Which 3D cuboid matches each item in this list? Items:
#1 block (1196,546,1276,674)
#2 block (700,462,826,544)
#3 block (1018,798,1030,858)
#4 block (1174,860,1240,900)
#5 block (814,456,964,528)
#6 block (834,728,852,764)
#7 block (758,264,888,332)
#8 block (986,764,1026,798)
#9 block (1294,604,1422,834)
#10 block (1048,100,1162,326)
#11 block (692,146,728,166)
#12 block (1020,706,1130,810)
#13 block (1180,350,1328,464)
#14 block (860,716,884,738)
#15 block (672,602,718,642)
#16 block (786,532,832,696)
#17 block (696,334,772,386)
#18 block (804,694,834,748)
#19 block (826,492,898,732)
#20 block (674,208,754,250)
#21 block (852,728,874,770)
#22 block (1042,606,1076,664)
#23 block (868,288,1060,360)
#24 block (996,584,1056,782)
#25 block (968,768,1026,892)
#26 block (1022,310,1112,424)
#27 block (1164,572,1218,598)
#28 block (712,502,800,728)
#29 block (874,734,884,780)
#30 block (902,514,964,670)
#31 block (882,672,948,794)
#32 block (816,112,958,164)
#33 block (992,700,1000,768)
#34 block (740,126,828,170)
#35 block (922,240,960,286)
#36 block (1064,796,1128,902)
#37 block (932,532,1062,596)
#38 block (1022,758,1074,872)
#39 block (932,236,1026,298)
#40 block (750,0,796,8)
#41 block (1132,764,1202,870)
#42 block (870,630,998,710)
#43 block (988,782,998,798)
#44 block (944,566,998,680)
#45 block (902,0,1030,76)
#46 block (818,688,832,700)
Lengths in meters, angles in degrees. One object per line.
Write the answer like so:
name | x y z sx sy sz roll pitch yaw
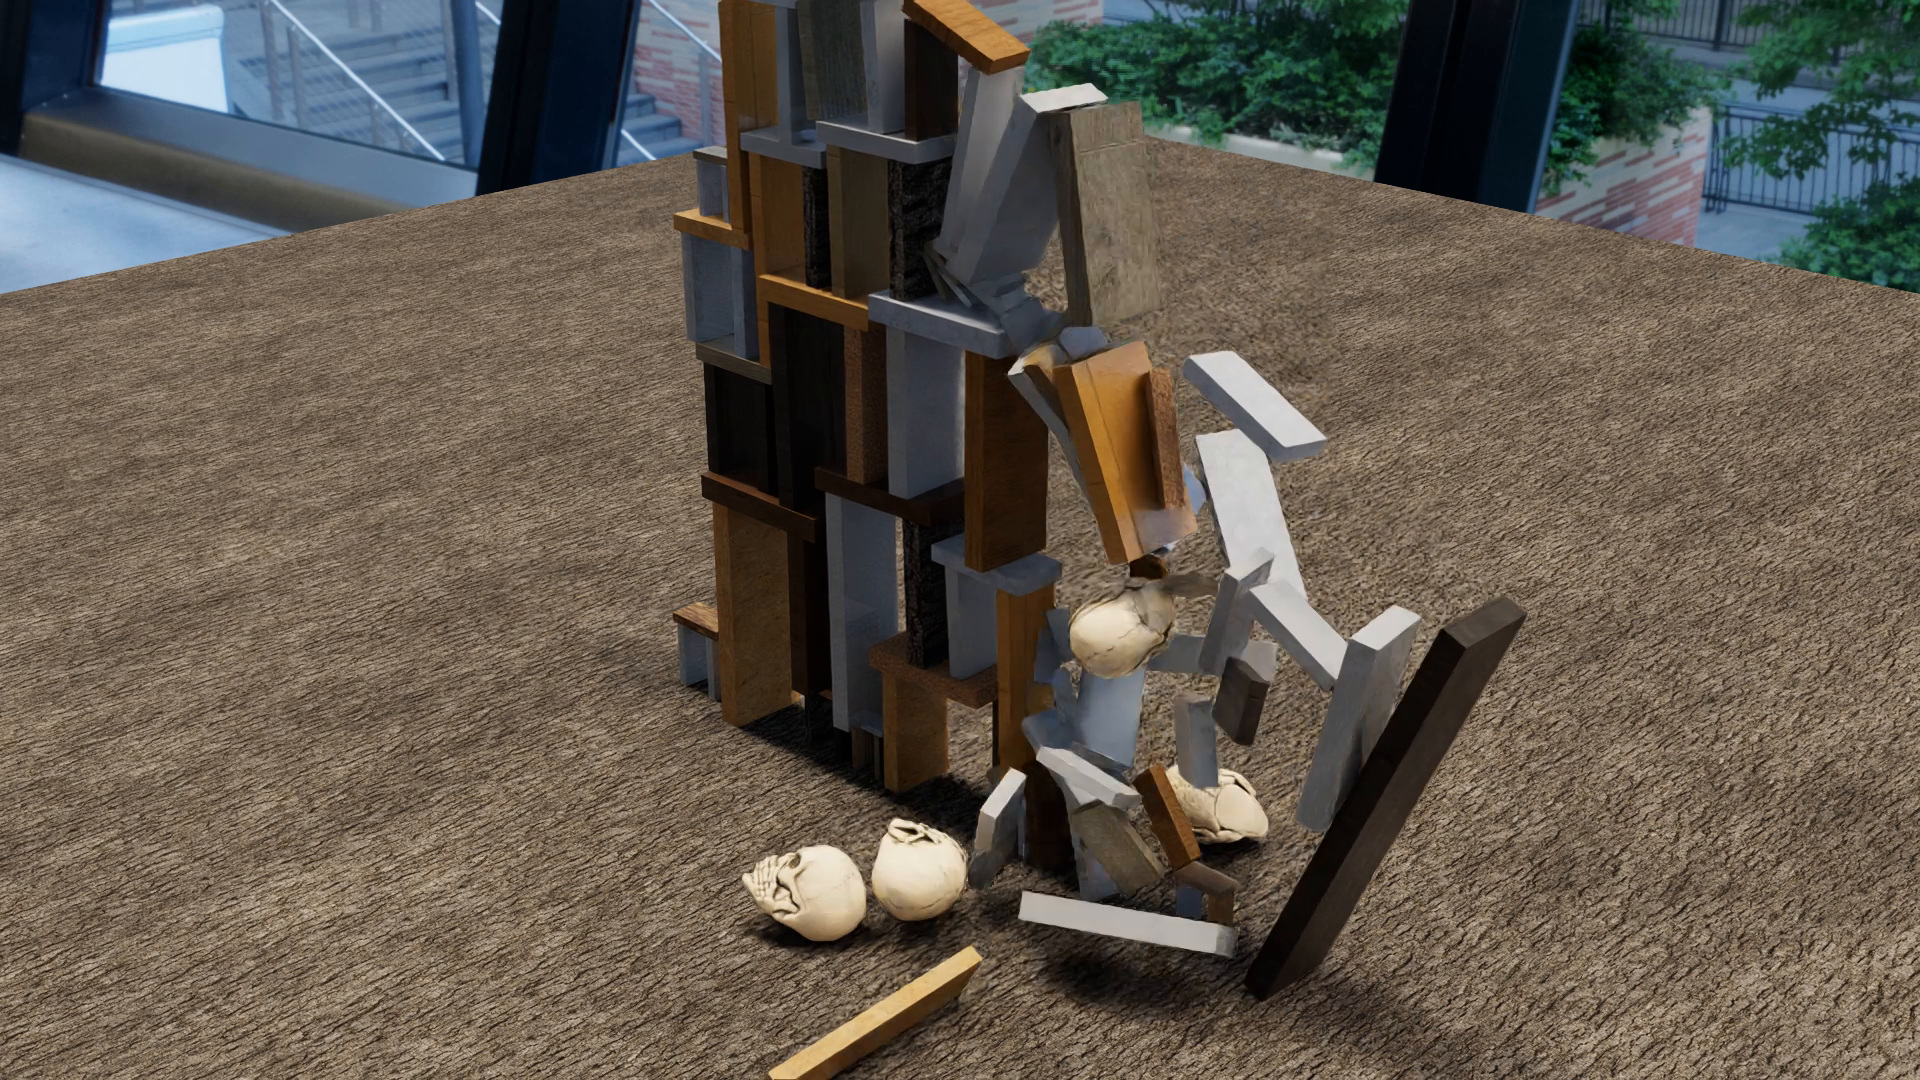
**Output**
block | 0.467 0.120 3.721 0.030 0.211 0.106 35 44 27
block | -0.355 -0.090 4.580 0.358 0.051 0.179 21 31 41
block | 0.143 0.550 4.300 0.064 0.128 0.018 -21 31 -40
block | 0.448 0.618 4.003 0.110 0.016 0.055 21 31 41
block | -0.122 -0.106 4.320 0.310 0.044 0.155 19 29 38
block | -0.233 0.396 4.649 0.020 0.140 0.070 21 31 41
block | -0.230 -0.476 4.271 0.315 0.045 0.157 21 31 40
block | 0.118 0.470 4.300 0.064 0.018 0.128 -19 29 -37
block | 0.648 0.292 3.585 0.049 0.349 0.175 26 30 26
block | 0.249 -0.558 3.755 0.179 0.358 0.051 -20 18 -41
block | -0.477 -0.771 4.417 0.116 0.016 0.058 21 31 40
block | 0.215 0.406 4.119 0.109 0.031 0.219 -17 52 -24
block | 0.488 -0.224 3.656 0.120 0.034 0.239 -12 50 -45
block | -0.181 0.380 4.581 0.103 0.015 0.051 20 30 41
block | -0.564 0.182 4.914 0.152 0.022 0.076 21 31 41
block | -0.271 0.131 4.583 0.179 0.358 0.051 -21 31 -41
block | -0.420 -0.375 4.524 0.242 0.034 0.121 21 31 41
block | -0.299 0.370 4.710 0.070 0.140 0.020 -21 31 -41
block | -0.197 0.128 4.491 0.044 0.520 0.155 18 29 38
block | -0.462 -0.635 4.459 0.231 0.033 0.116 21 31 40
block | -0.204 0.426 4.625 0.015 0.103 0.051 20 30 41
block | 0.196 0.178 4.128 0.050 0.101 0.014 -15 -12 -28
block | 0.008 -0.412 4.052 0.170 0.048 0.339 -21 31 -40
block | 0.127 0.273 4.206 0.118 0.418 0.033 -19 28 -38
block | 0.069 0.537 4.066 0.033 0.234 0.117 26 49 17
block | 0.249 -0.249 3.899 0.043 0.302 0.151 -5 41 53
block | 0.418 0.082 3.971 0.071 0.020 0.141 -7 -11 17
block | -0.440 0.139 4.769 0.051 0.518 0.179 21 31 41
block | -0.154 0.445 4.580 0.015 0.103 0.051 21 31 40
block | -0.040 0.084 4.326 0.044 0.310 0.155 17 28 39
block | -0.091 0.366 4.530 0.144 0.287 0.041 -21 30 -40
block | -0.128 -0.742 4.046 0.264 0.037 0.132 21 31 40
block | 0.131 0.415 4.415 0.144 0.287 0.041 -20 30 -39
block | -0.302 -0.759 4.233 0.118 0.034 0.237 -21 31 -40
block | -0.018 -0.512 4.038 0.051 0.014 0.102 -23 67 -44
block | 0.267 0.562 4.147 0.109 0.219 0.031 -15 13 -25
block | 0.069 0.041 4.174 0.118 0.033 0.236 -21 30 -40
block | 0.178 0.521 4.251 0.109 0.219 0.031 -21 24 -40
block | 0.036 -0.504 3.990 0.163 0.023 0.081 42 42 24
block | -0.347 -1.047 4.165 0.128 0.036 0.257 -21 31 -40
block | 0.371 0.497 3.940 0.025 0.178 0.089 -18 -16 -22
block | -0.028 0.251 4.381 0.287 0.041 0.144 19 30 38
block | 0.085 0.528 4.354 0.018 0.128 0.064 20 30 39
block | 0.027 0.142 4.283 0.033 0.236 0.118 15 27 39
block | 0.010 -0.892 3.844 0.212 0.030 0.106 41 42 21
block | -0.266 0.309 4.648 0.070 0.020 0.140 -21 31 -41
